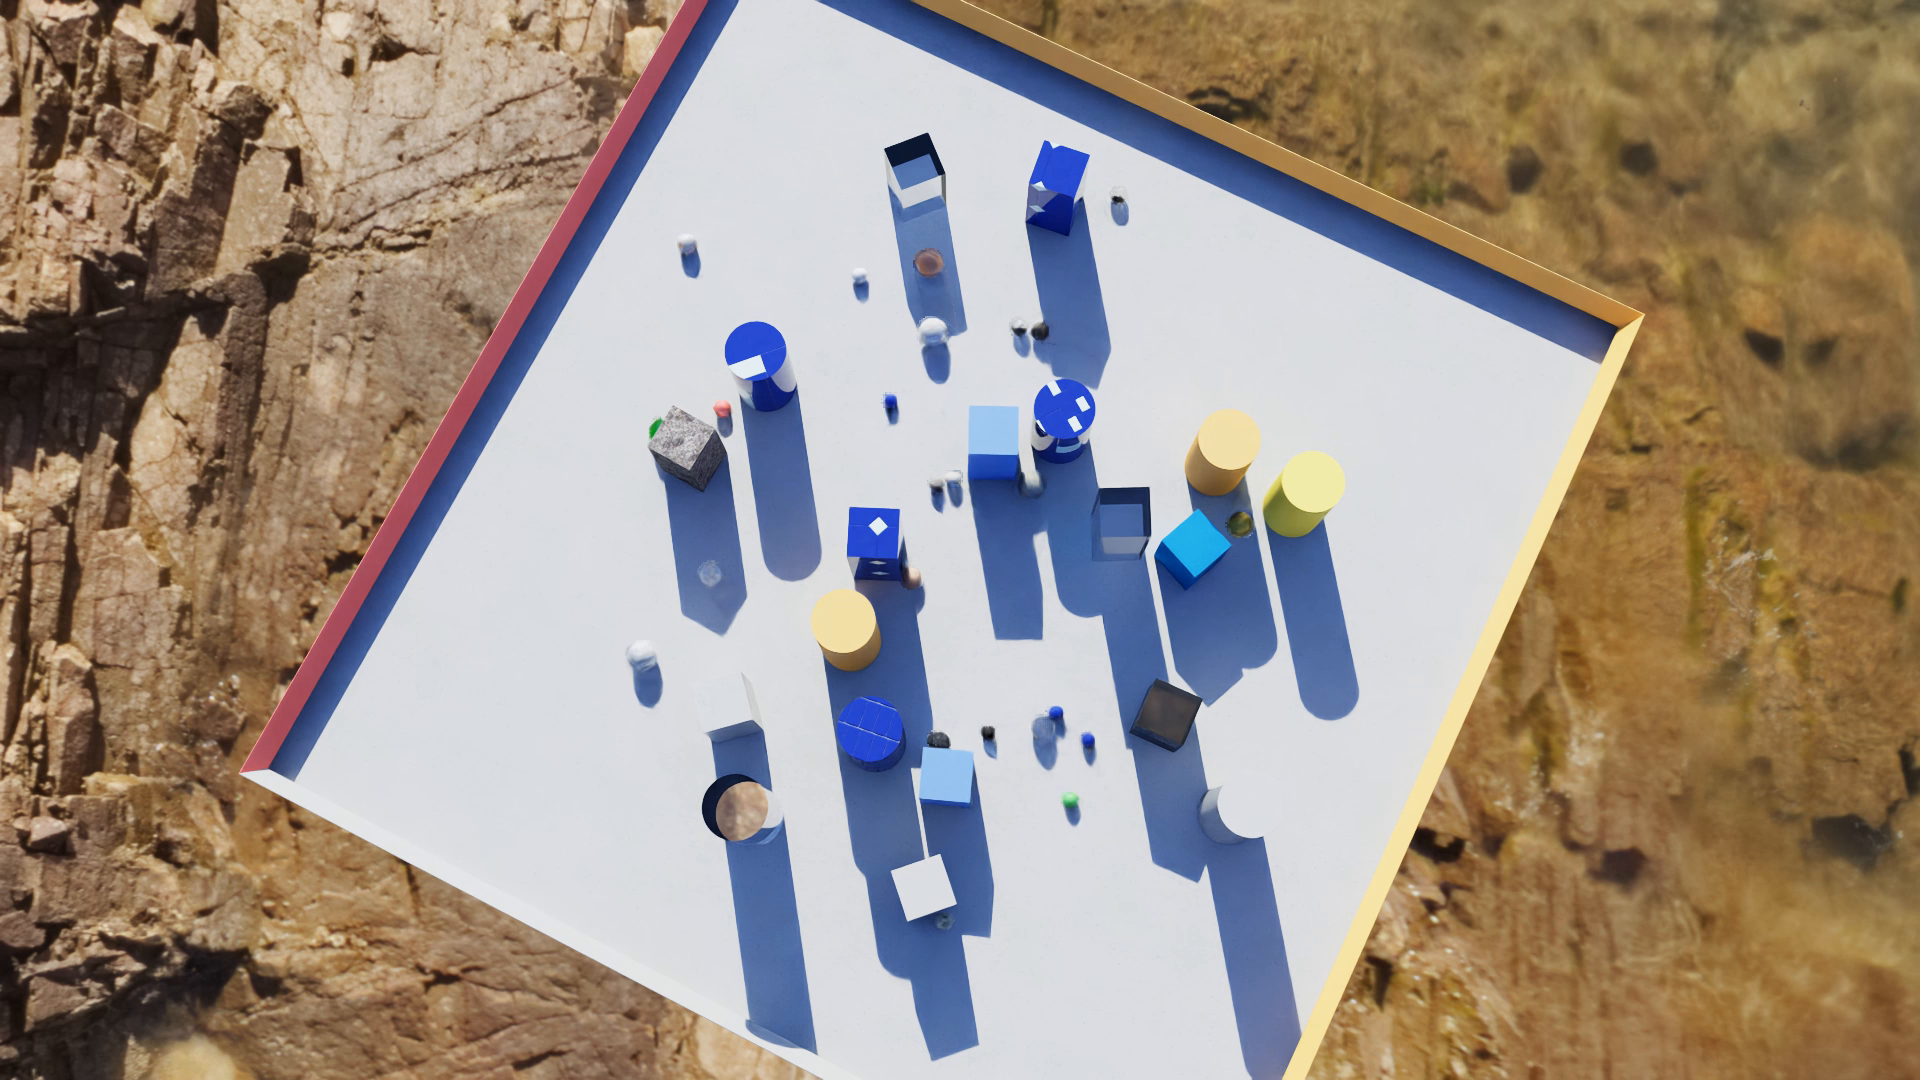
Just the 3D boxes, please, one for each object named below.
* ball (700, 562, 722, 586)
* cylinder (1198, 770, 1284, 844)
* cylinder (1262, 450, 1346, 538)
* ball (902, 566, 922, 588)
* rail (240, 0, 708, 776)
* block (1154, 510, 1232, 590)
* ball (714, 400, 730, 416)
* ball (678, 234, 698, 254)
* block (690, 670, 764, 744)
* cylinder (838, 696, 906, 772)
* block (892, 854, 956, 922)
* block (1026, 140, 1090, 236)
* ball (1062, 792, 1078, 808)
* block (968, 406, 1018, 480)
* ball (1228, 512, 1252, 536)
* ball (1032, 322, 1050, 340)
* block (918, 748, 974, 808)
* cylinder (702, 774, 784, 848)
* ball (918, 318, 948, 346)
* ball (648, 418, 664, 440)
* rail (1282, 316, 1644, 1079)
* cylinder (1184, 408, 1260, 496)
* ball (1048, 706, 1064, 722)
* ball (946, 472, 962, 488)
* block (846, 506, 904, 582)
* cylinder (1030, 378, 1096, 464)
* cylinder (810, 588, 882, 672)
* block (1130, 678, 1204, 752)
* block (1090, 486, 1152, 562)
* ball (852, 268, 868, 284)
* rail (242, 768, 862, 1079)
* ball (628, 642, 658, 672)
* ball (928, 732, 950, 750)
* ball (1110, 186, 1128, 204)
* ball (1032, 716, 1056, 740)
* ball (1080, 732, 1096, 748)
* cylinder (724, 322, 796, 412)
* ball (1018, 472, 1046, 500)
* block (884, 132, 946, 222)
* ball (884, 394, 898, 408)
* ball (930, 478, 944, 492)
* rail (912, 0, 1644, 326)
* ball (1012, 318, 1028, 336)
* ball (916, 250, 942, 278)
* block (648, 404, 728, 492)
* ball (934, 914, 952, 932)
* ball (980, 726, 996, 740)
[{"bbox_3d":[-0.756,0.104,5.560,0.068,0.068,0.068,0,78,0],"label":"ball"},{"bbox_3d":[0.797,0.768,5.233,0.183,0.439,0.183,0,78,0],"label":"cylinder"},{"bbox_3d":[1.020,-0.133,5.463,0.183,0.355,0.183,0,78,0],"label":"cylinder"},{"bbox_3d":[-0.147,0.113,5.561,0.063,0.063,0.063,0,78,0],"label":"ball"},{"bbox_3d":[-1.384,-0.671,5.693,0.045,0.119,3.144,26,80,5],"label":"rail"},{"bbox_3d":[0.695,0.031,5.494,0.146,0.226,0.146,-40,81,-8],"label":"block"},{"bbox_3d":[-0.736,-0.408,5.674,0.053,0.053,0.053,0,78,0],"label":"ball"},{"bbox_3d":[-0.860,-0.935,5.778,0.062,0.062,0.062,0,78,0],"label":"ball"},{"bbox_3d":[-0.678,0.490,5.361,0.146,0.303,0.146,-15,79,-3],"label":"block"},{"bbox_3d":[-0.252,0.566,5.305,0.183,0.380,0.183,0,78,0],"label":"cylinder"},{"bbox_3d":[-0.102,1.004,5.280,0.146,0.252,0.146,-19,79,-4],"label":"block"},{"bbox_3d":[0.300,-1.086,5.678,0.146,0.320,0.146,19,79,4],"label":"block"},{"bbox_3d":[0.328,0.769,5.433,0.047,0.047,0.047,0,78,0],"label":"ball"},{"bbox_3d":[0.098,-0.290,5.515,0.146,0.315,0.146,1,78,0],"label":"block"},{"bbox_3d":[0.855,-0.048,5.588,0.075,0.075,0.075,0,78,0],"label":"ball"},{"bbox_3d":[0.251,-0.650,5.721,0.058,0.058,0.058,0,78,0],"label":"ball"},{"bbox_3d":[-0.039,0.695,5.351,0.146,0.239,0.146,5,78,1],"label":"block"},{"bbox_3d":[-0.616,0.776,5.229,0.183,0.444,0.183,0,78,0],"label":"cylinder"},{"bbox_3d":[-0.084,-0.646,5.704,0.090,0.090,0.090,0,78,0],"label":"ball"},{"bbox_3d":[-0.912,-0.330,5.638,0.091,0.091,0.091,0,78,0],"label":"ball"},{"bbox_3d":[1.384,0.684,5.413,0.045,0.119,3.144,26,80,5],"label":"rail"},{"bbox_3d":[0.785,-0.259,5.497,0.183,0.339,0.183,0,78,0],"label":"cylinder"},{"bbox_3d":[0.288,0.519,5.484,0.049,0.049,0.049,0,78,0],"label":"ball"},{"bbox_3d":[-0.020,-0.186,5.630,0.048,0.048,0.048,0,78,0],"label":"ball"},{"bbox_3d":[-0.248,0.015,5.429,0.146,0.360,0.146,2,78,0],"label":"block"},{"bbox_3d":[0.308,-0.355,5.535,0.183,0.304,0.183,0,78,0],"label":"cylinder"},{"bbox_3d":[-0.330,0.268,5.360,0.183,0.394,0.183,0,78,0],"label":"cylinder"},{"bbox_3d":[0.603,0.518,5.385,0.146,0.244,0.146,24,79,5],"label":"block"},{"bbox_3d":[0.475,-0.044,5.441,0.146,0.361,0.146,-1,78,0],"label":"block"},{"bbox_3d":[-0.316,-0.832,5.763,0.050,0.050,0.050,0,78,0],"label":"ball"},{"bbox_3d":[-0.692,1.363,5.273,3.142,0.119,0.045,26,80,5],"label":"rail"},{"bbox_3d":[-0.953,0.349,5.498,0.090,0.090,0.090,0,78,0],"label":"ball"},{"bbox_3d":[-0.061,0.604,5.457,0.068,0.068,0.068,0,78,0],"label":"ball"},{"bbox_3d":[0.502,-1.096,5.813,0.058,0.058,0.058,0,78,0],"label":"ball"},{"bbox_3d":[0.248,0.560,5.464,0.072,0.072,0.072,0,78,0],"label":"ball"},{"bbox_3d":[0.383,0.598,5.470,0.044,0.044,0.044,0,78,0],"label":"ball"},{"bbox_3d":[-0.601,-0.522,5.551,0.183,0.339,0.183,0,78,0],"label":"cylinder"},{"bbox_3d":[0.218,-0.168,5.608,0.085,0.085,0.085,0,78,0],"label":"ball"},{"bbox_3d":[-0.138,-1.129,5.716,0.146,0.261,0.146,-21,79,-4],"label":"block"},{"bbox_3d":[-0.214,-0.431,5.683,0.043,0.043,0.043,0,78,0],"label":"ball"},{"bbox_3d":[-0.072,-0.168,5.627,0.046,0.046,0.046,0,78,0],"label":"ball"},{"bbox_3d":[0.692,-1.350,5.834,3.142,0.119,0.045,26,80,5],"label":"rail"},{"bbox_3d":[0.187,-0.665,5.726,0.054,0.054,0.054,0,78,0],"label":"ball"},{"bbox_3d":[-0.096,-0.865,5.752,0.084,0.084,0.084,0,78,0],"label":"ball"},{"bbox_3d":[-0.820,-0.272,5.527,0.146,0.285,0.146,29,80,6],"label":"block"},{"bbox_3d":[-0.048,1.118,5.359,0.051,0.051,0.051,0,78,0],"label":"ball"},{"bbox_3d":[0.084,0.576,5.475,0.044,0.044,0.044,0,78,0],"label":"ball"}]
